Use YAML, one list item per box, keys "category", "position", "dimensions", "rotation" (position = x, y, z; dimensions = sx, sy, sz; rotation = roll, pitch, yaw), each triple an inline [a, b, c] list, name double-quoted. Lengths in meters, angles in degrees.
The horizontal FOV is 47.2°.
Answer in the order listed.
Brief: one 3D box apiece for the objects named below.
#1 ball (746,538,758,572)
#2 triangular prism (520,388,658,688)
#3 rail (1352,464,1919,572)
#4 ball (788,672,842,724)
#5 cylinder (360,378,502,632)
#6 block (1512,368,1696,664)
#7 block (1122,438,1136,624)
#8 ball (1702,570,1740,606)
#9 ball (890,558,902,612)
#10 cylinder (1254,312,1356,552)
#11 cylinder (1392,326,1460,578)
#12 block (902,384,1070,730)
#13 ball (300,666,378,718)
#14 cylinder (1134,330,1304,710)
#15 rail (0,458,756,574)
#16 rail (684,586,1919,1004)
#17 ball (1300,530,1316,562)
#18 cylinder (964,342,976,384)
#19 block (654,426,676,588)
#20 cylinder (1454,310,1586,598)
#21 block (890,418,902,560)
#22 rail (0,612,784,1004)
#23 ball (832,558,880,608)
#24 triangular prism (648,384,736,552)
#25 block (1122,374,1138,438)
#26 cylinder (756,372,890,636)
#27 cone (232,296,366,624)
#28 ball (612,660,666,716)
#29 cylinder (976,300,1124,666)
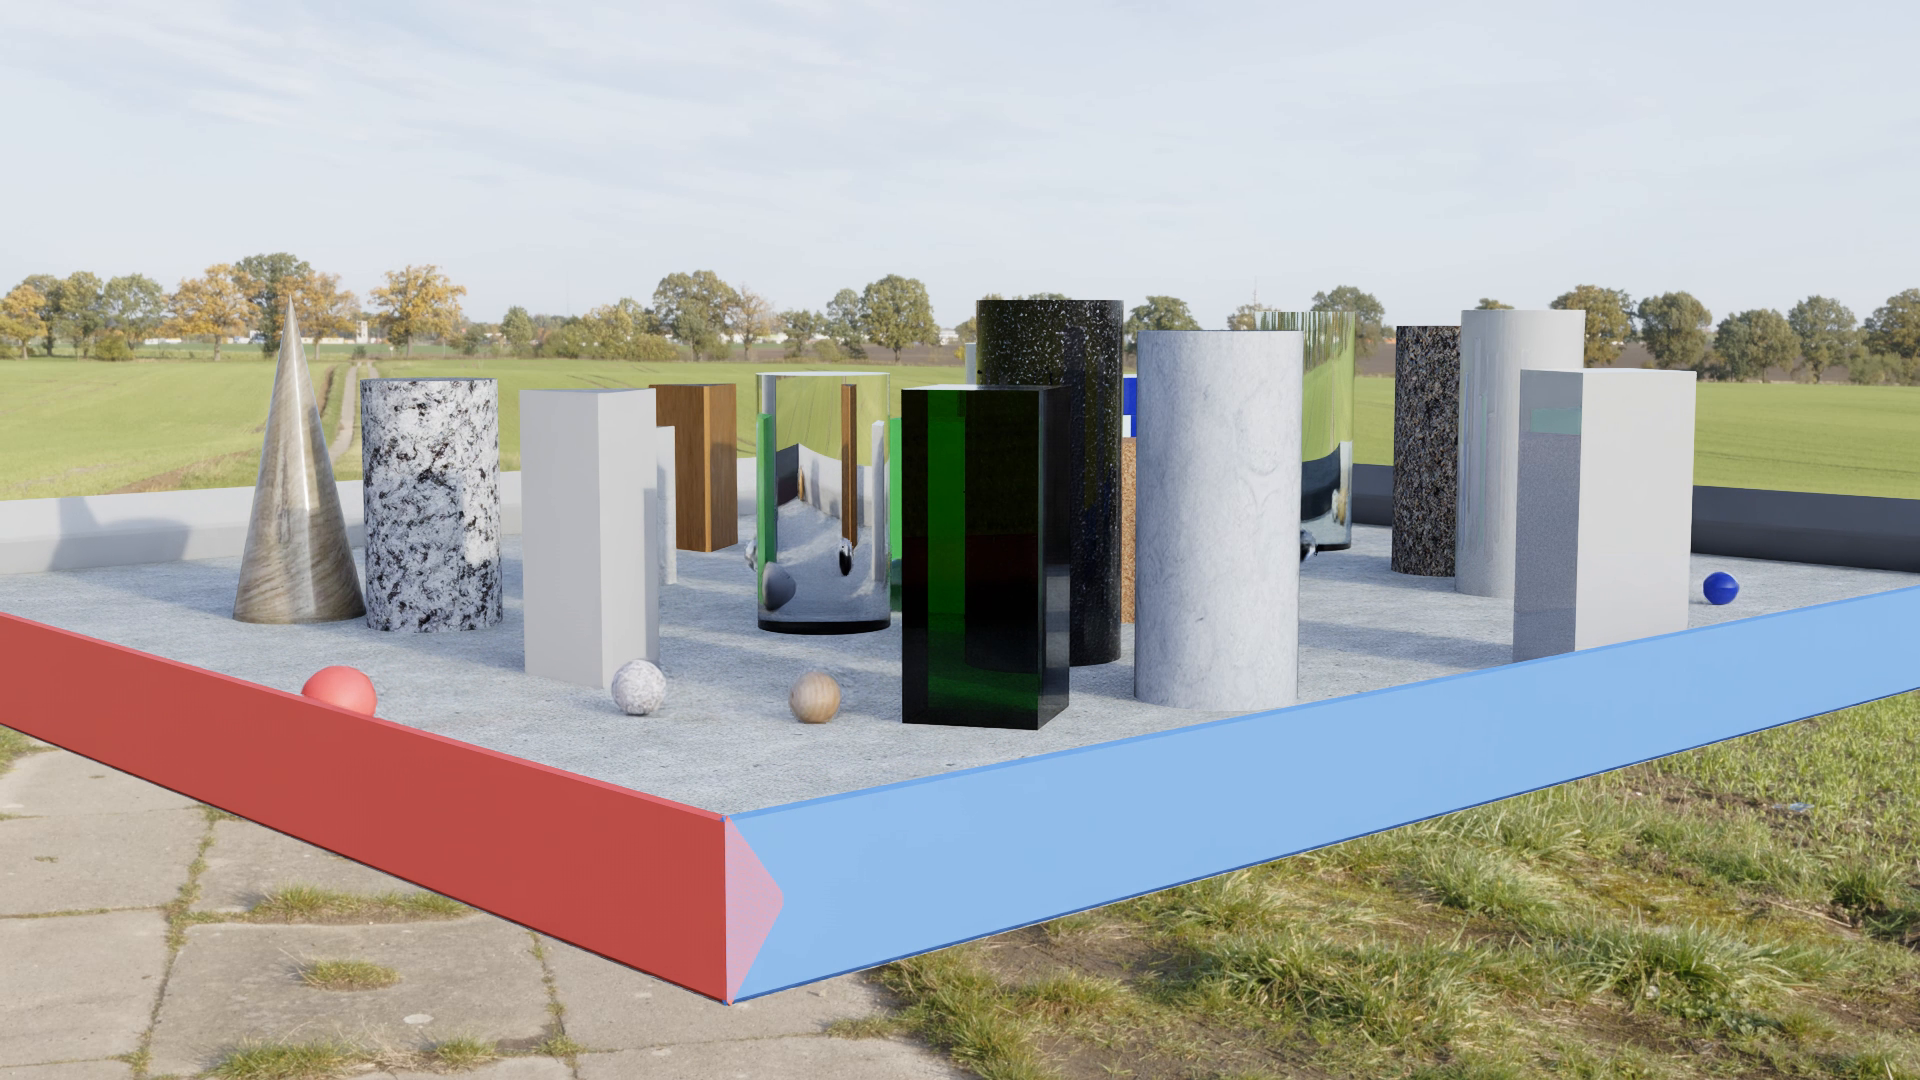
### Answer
- category: "ball"
  position: [-0.327, 0.024, 3.680]
  dimensions: [0.066, 0.066, 0.066]
  rotation: [0, 6, 0]
- category: "triangular prism"
  position: [-0.423, -0.009, 2.661]
  dimensions: [0.162, 0.345, 0.140]
  rotation: [6, 8, 43]
- category: "rail"
  position: [1.033, -0.069, 4.280]
  dimensions: [0.045, 0.121, 2.658]
  rotation: [-6, 8, -42]
- category: "ball"
  position: [-0.156, 0.169, 2.360]
  dimensions: [0.056, 0.056, 0.056]
  rotation: [0, 6, 0]
- category: "cylinder"
  position: [-0.741, -0.053, 3.089]
  dimensions: [0.187, 0.344, 0.187]
  rotation: [0, 6, 0]
- category: "block"
  position: [0.784, -0.023, 2.686]
  dimensions: [0.150, 0.368, 0.150]
  rotation: [-2, 6, -14]
- category: "block"
  position: [0.297, -0.016, 3.163]
  dimensions: [0.150, 0.254, 0.150]
  rotation: [1, 6, 5]
- category: "ball"
  position: [1.139, 0.072, 3.293]
  dimensions: [0.051, 0.051, 0.051]
  rotation: [0, 6, 0]
- category: "ball"
  position: [-0.083, 0.065, 3.224]
  dimensions: [0.080, 0.080, 0.080]
  rotation: [0, 6, 0]
- category: "cylinder"
  position: [0.636, -0.205, 4.085]
  dimensions: [0.187, 0.436, 0.187]
  rotation: [0, 6, 0]
- category: "cylinder"
  position: [0.826, -0.153, 3.706]
  dimensions: [0.187, 0.413, 0.187]
  rotation: [0, 6, 0]
- category: "block"
  position: [0.030, 0.013, 2.393]
  dimensions: [0.150, 0.358, 0.150]
  rotation: [2, 6, 16]
- category: "ball"
  position: [-0.642, 0.168, 2.271]
  dimensions: [0.077, 0.077, 0.077]
  rotation: [0, 6, 0]
- category: "cylinder"
  position: [0.293, -0.029, 2.503]
  dimensions: [0.187, 0.418, 0.187]
  rotation: [0, 6, 0]
- category: "rail"
  position: [-0.885, -0.069, 4.286]
  dimensions: [2.857, 0.121, 0.045]
  rotation: [-6, 8, -42]
- category: "rail"
  position: [0.885, 0.133, 2.378]
  dimensions: [2.857, 0.121, 0.045]
  rotation: [-6, 8, -42]
- category: "ball"
  position: [0.597, 0.010, 3.858]
  dimensions: [0.055, 0.055, 0.055]
  rotation: [0, 6, 0]
- category: "cylinder"
  position: [0.101, -0.125, 3.561]
  dimensions: [0.187, 0.386, 0.187]
  rotation: [0, 6, 0]
- category: "block"
  position: [-0.556, -0.053, 3.510]
  dimensions: [0.150, 0.254, 0.150]
  rotation: [2, 6, 20]
- category: "cylinder"
  position: [0.872, -0.138, 3.432]
  dimensions: [0.187, 0.440, 0.187]
  rotation: [0, 6, 0]
- category: "block"
  position: [-0.016, -0.046, 3.323]
  dimensions: [0.150, 0.279, 0.150]
  rotation: [2, 6, 15]
- category: "rail"
  position: [-1.033, 0.132, 2.385]
  dimensions: [0.045, 0.121, 2.658]
  rotation: [-6, 8, -42]
- category: "ball"
  position: [-0.154, 0.064, 3.265]
  dimensions: [0.073, 0.073, 0.073]
  rotation: [0, 6, 0]
- category: "triangular prism"
  position: [-0.471, -0.139, 4.095]
  dimensions: [0.162, 0.301, 0.140]
  rotation: [5, 8, 42]
- category: "block"
  position: [0.296, -0.132, 3.936]
  dimensions: [0.150, 0.322, 0.150]
  rotation: [-4, 7, -30]
- category: "cylinder"
  position: [-0.190, -0.056, 3.068]
  dimensions: [0.187, 0.353, 0.187]
  rotation: [0, 6, 0]
- category: "cone"
  position: [-0.956, -0.123, 3.163]
  dimensions: [0.187, 0.466, 0.187]
  rotation: [0, 6, 0]
- category: "ball"
  position: [-0.351, 0.162, 2.406]
  dimensions: [0.060, 0.060, 0.060]
  rotation: [0, 6, 0]
- category: "cylinder"
  position: [0.113, -0.077, 2.796]
  dimensions: [0.187, 0.453, 0.187]
  rotation: [0, 6, 0]
